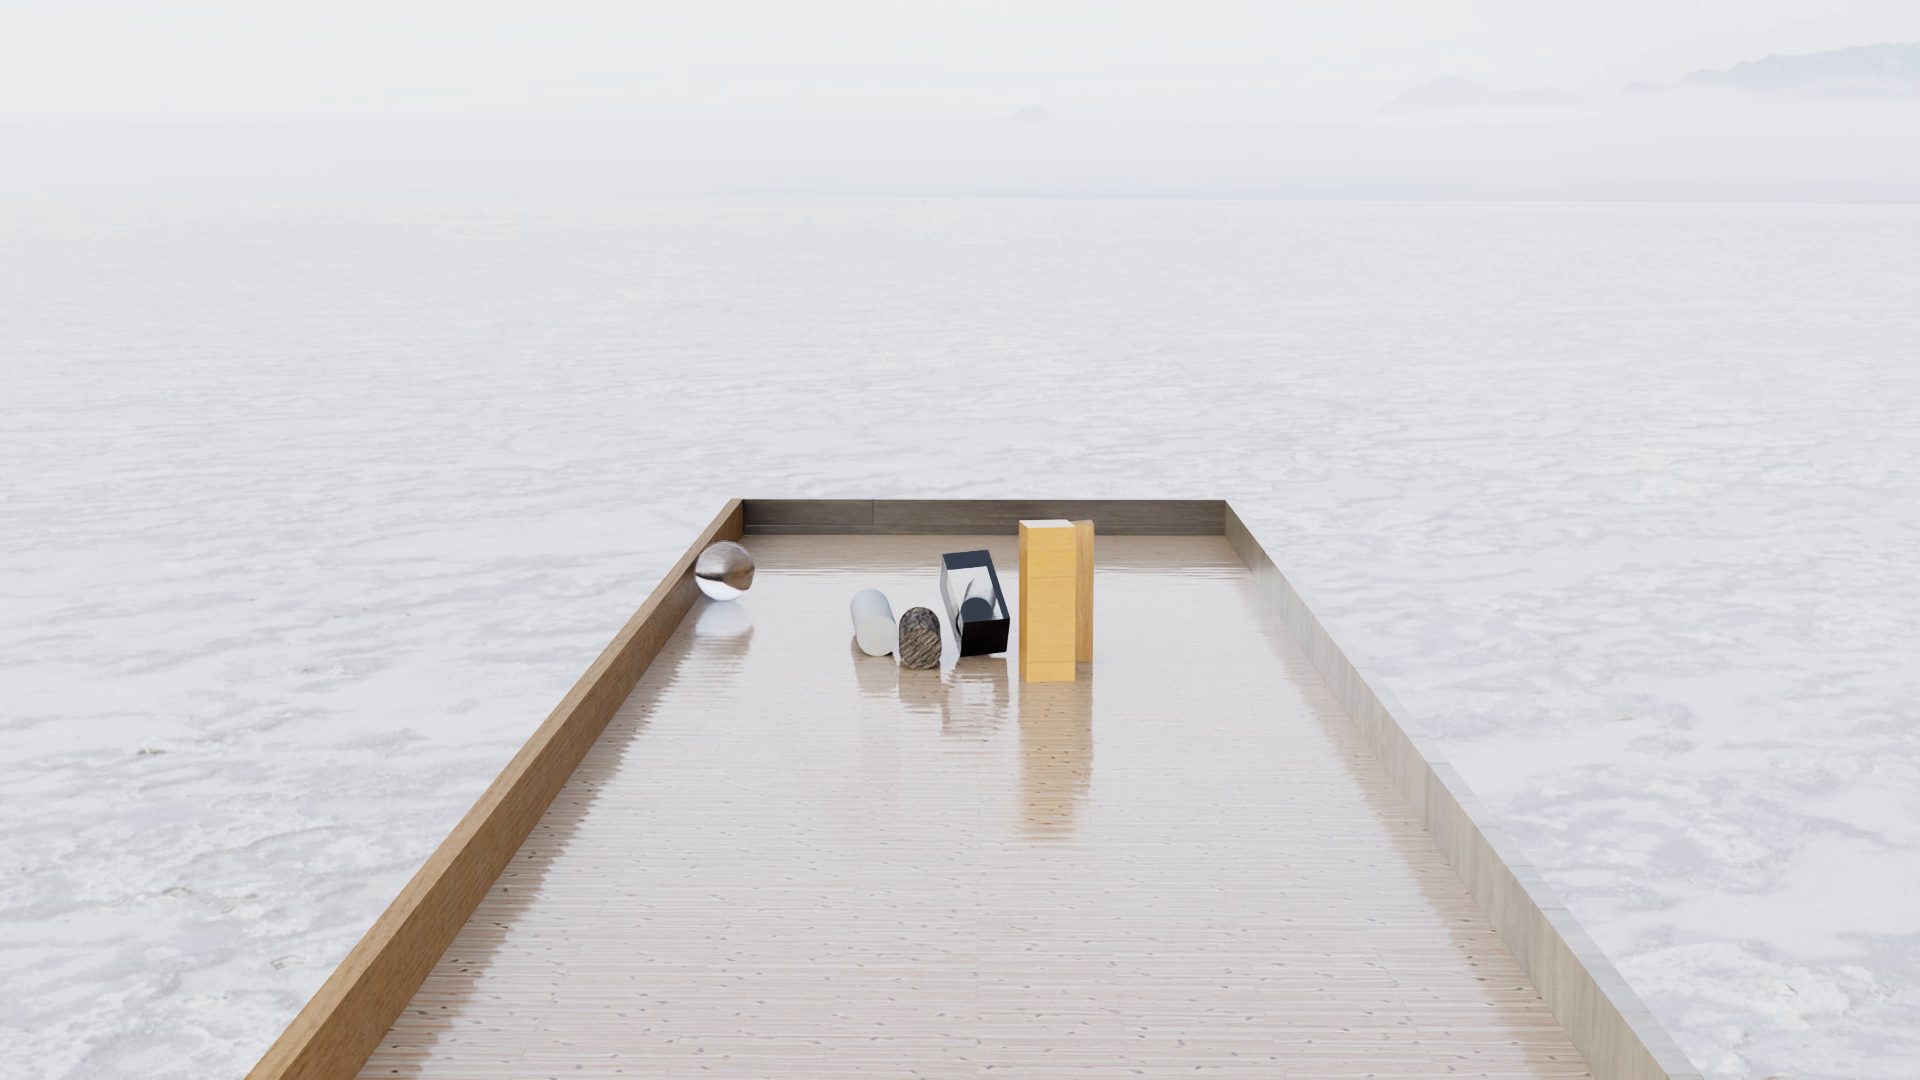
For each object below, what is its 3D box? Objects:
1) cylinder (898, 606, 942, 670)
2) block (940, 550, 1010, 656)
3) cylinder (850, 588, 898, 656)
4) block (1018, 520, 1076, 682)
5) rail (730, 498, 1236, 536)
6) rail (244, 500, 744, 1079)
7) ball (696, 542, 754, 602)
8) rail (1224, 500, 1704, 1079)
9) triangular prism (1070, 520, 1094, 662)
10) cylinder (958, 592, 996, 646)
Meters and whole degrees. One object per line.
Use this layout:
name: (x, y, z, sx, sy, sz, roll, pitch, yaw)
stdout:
cylinder: (-0.122, 0.298, 6.716, 0.129, 0.129, 0.333, 0, 9, -1)
block: (0.044, 0.194, 6.820, 0.147, 0.147, 0.311, -5, 43, -11)
cylinder: (-0.274, 0.258, 6.970, 0.129, 0.129, 0.455, -1, 9, -5)
block: (0.254, 0.177, 6.437, 0.142, 0.455, 0.142, -1, 9, -8)
rail: (0.099, -0.098, 9.147, 2.100, 0.150, 0.050, 0, 9, 1)
rail: (-1.004, 0.839, 3.234, 0.050, 0.150, 12.000, 0, 9, 1)
ball: (-0.819, 0.111, 7.657, 0.203, 0.203, 0.203, 0, 9, 0)
rail: (1.046, 0.843, 3.208, 0.050, 0.150, 12.000, 0, 9, 1)
triangular prism: (0.374, 0.152, 6.713, 0.119, 0.418, 0.103, 5, 10, 29)
cylinder: (0.057, 0.254, 7.082, 0.103, 0.103, 0.375, 1, 9, 3)
